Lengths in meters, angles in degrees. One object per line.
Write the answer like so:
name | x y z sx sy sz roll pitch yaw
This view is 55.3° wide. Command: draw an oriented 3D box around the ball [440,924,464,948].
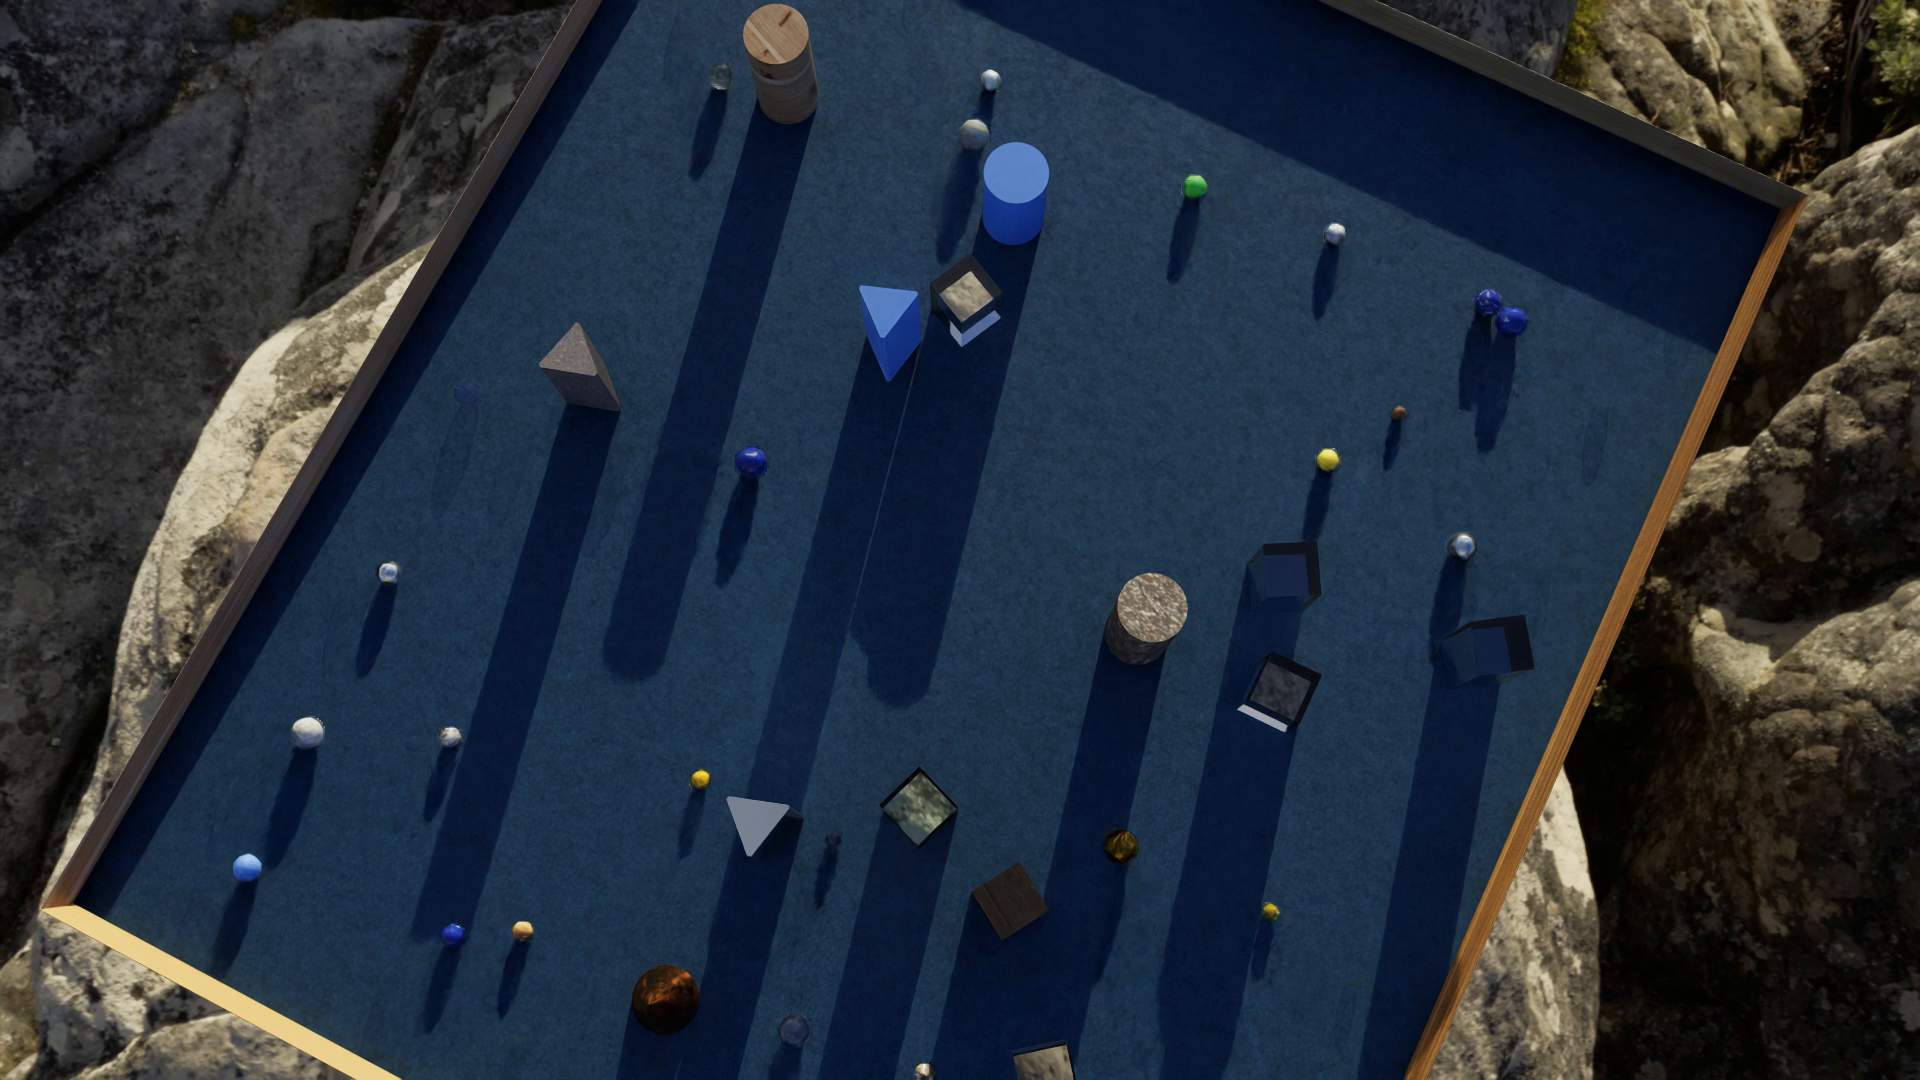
ball | -1.480 1.155 5.344 0.066 0.066 0.066 0 78 0

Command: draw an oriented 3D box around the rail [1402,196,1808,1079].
rail | 1.658 0.818 5.381 0.045 0.128 4.319 26 80 5

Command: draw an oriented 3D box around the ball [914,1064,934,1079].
ball | -0.102 1.536 5.269 0.059 0.059 0.059 0 78 0

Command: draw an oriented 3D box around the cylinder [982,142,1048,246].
cylinder | 0.169 -1.066 5.661 0.196 0.345 0.196 0 78 0

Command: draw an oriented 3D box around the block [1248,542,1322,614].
block | 0.960 0.115 5.442 0.157 0.296 0.157 -3 78 -1

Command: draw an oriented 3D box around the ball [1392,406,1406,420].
ball | 1.361 -0.392 5.675 0.044 0.044 0.044 0 78 0

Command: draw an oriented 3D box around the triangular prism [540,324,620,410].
triangular prism | -1.129 -0.526 5.530 0.170 0.382 0.147 9 78 2

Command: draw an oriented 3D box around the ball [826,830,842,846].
ball | -0.372 0.881 5.409 0.048 0.048 0.048 0 78 0

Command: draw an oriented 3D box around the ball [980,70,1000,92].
ball | 0.098 -1.476 5.888 0.066 0.066 0.066 0 78 0

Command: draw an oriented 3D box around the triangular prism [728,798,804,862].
triangular prism | -0.574 0.793 5.204 0.147 0.487 0.170 38 81 7

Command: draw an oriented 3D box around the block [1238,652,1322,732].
block | 0.938 0.449 5.394 0.157 0.253 0.157 26 79 5

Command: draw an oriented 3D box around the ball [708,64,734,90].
ball | -0.767 -1.489 5.884 0.081 0.081 0.081 0 78 0

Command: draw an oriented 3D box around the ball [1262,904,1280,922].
ball | 0.909 1.091 5.366 0.049 0.049 0.049 0 78 0

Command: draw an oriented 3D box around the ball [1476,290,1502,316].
ball | 1.652 -0.740 5.728 0.081 0.081 0.081 0 78 0

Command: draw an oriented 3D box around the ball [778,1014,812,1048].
ball | -0.477 1.413 5.275 0.096 0.096 0.096 0 78 0

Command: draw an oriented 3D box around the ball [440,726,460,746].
ball | -1.521 0.587 5.464 0.060 0.060 0.060 0 78 0

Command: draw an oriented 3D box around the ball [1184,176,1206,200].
ball | 0.745 -1.119 5.810 0.074 0.074 0.074 0 78 0

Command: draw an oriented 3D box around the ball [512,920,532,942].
ball | -1.277 1.141 5.350 0.059 0.059 0.059 0 78 0

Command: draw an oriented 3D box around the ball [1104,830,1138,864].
ball | 0.471 0.900 5.381 0.097 0.097 0.097 0 78 0

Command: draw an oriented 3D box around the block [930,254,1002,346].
block | 0.019 -0.736 5.645 0.157 0.242 0.157 -37 81 -7

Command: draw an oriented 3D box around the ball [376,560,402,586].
ball | -1.733 0.100 5.558 0.074 0.074 0.074 0 78 0

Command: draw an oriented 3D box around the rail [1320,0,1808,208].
rail | 0.955 -1.864 5.936 3.754 0.128 0.045 26 80 5

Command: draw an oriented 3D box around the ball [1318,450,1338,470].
ball | 1.131 -0.245 5.634 0.065 0.065 0.065 0 78 0

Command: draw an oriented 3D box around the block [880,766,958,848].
block | -0.118 0.779 5.310 0.157 0.286 0.157 -43 82 -8

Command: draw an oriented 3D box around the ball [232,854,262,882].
ball | -2.092 0.962 5.377 0.080 0.080 0.080 0 78 0

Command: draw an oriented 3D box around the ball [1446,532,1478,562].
ball | 1.525 0.020 5.567 0.089 0.089 0.089 0 78 0

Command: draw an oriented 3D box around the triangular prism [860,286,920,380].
triangular prism | -0.232 -0.649 5.527 0.147 0.438 0.170 36 81 7

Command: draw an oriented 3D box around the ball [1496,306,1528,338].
ball | 1.718 -0.678 5.708 0.097 0.097 0.097 0 78 0

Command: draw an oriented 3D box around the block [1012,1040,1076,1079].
block | 0.241 1.515 5.183 0.157 0.236 0.157 -11 79 -2

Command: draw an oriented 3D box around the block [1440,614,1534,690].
block | 1.542 0.333 5.373 0.157 0.342 0.157 -7 78 -1

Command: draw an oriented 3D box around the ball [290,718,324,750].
ball | -1.942 0.575 5.450 0.094 0.094 0.094 0 78 0

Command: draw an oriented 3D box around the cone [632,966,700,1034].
cone | -0.858 1.308 5.190 0.196 0.305 0.196 0 78 0

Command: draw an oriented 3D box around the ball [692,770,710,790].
ball | -0.770 0.712 5.441 0.055 0.055 0.055 0 78 0

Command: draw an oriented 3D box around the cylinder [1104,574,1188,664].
cylinder | 0.536 0.235 5.332 0.196 0.461 0.196 0 78 0

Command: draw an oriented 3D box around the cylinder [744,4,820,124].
cylinder | -0.553 -1.475 5.705 0.196 0.424 0.196 0 78 0

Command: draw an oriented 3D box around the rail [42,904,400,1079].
rail | -0.955 1.878 5.162 3.754 0.128 0.045 26 80 5

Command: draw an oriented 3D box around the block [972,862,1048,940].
block | 0.141 1.037 5.256 0.157 0.285 0.157 -32 80 -6

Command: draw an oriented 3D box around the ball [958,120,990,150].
ball | 0.044 -1.289 5.833 0.098 0.098 0.098 0 78 0

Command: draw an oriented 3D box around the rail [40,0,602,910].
rail | -1.658 -0.805 5.717 0.045 0.128 4.319 26 80 5

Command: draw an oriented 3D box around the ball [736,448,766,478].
ball | -0.639 -0.238 5.619 0.091 0.091 0.091 0 78 0

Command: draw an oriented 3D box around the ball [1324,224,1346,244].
ball | 1.185 -0.964 5.783 0.066 0.066 0.066 0 78 0
